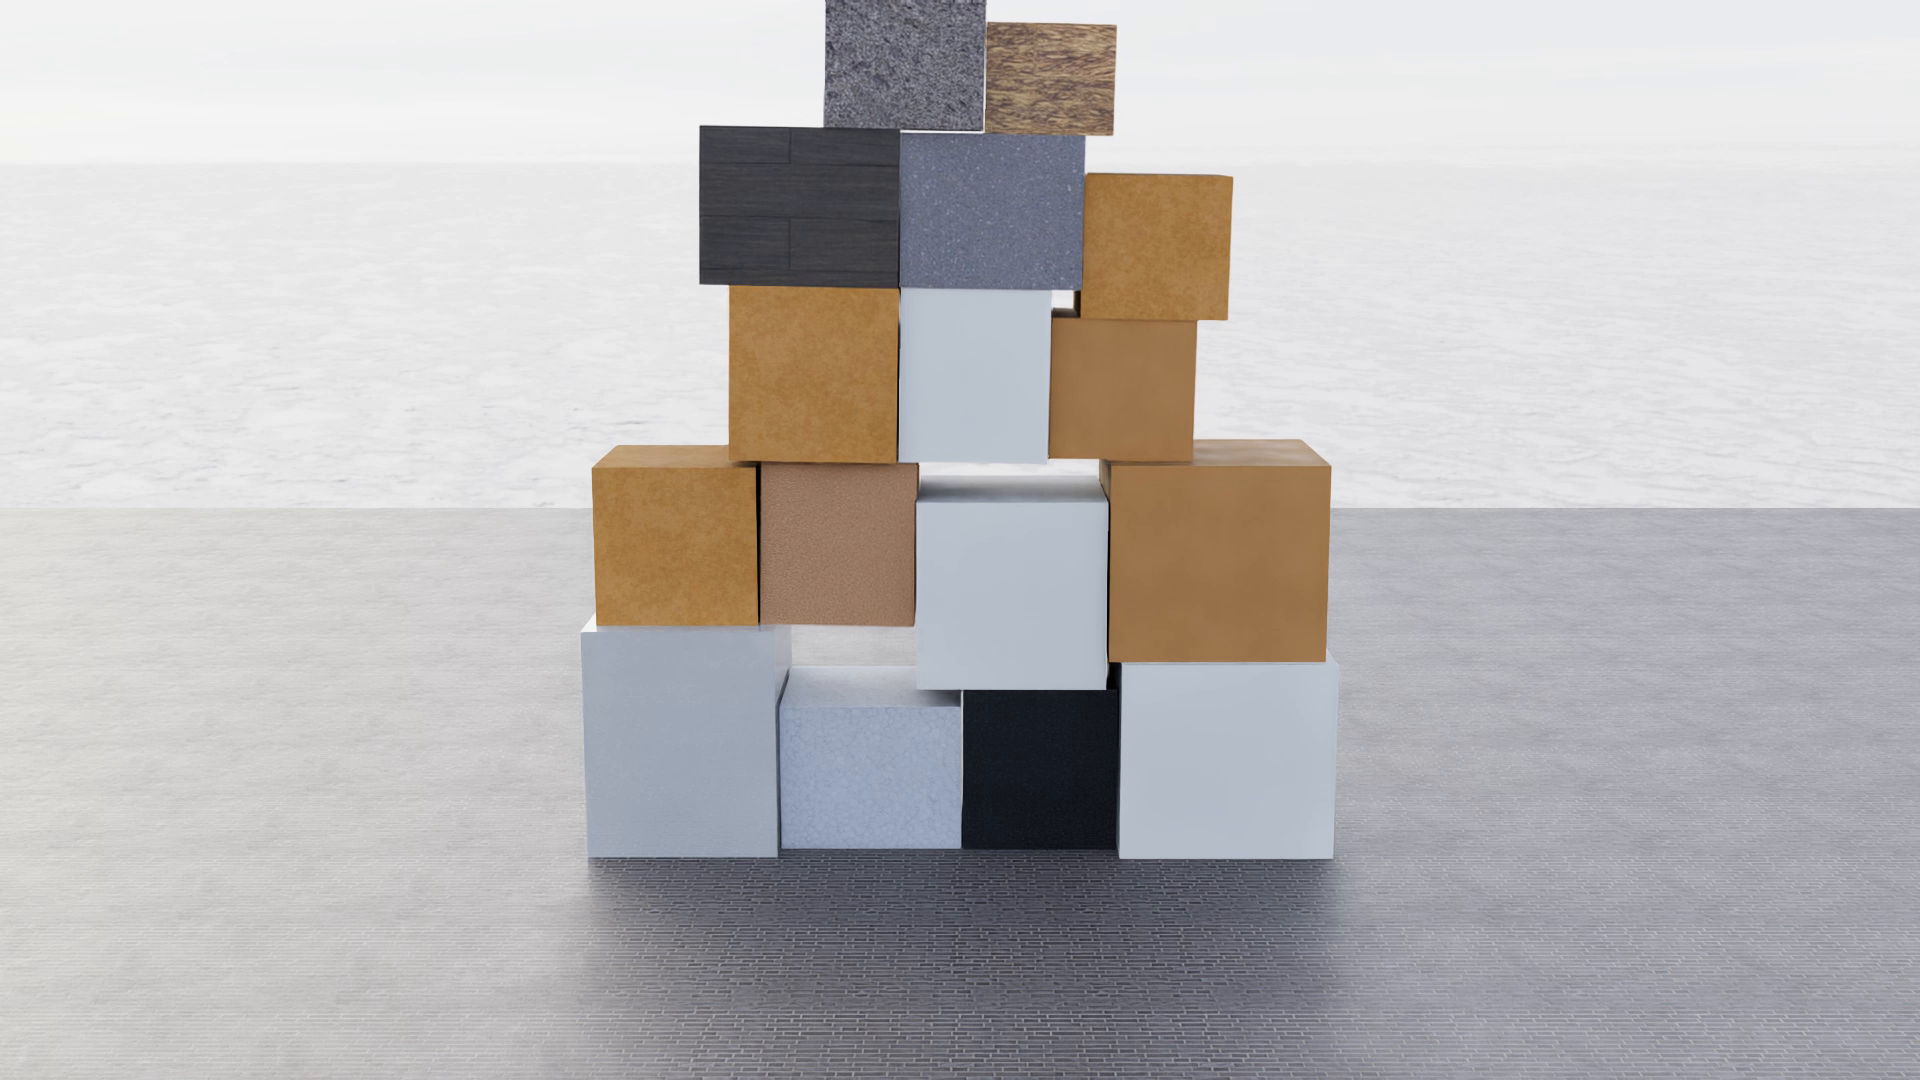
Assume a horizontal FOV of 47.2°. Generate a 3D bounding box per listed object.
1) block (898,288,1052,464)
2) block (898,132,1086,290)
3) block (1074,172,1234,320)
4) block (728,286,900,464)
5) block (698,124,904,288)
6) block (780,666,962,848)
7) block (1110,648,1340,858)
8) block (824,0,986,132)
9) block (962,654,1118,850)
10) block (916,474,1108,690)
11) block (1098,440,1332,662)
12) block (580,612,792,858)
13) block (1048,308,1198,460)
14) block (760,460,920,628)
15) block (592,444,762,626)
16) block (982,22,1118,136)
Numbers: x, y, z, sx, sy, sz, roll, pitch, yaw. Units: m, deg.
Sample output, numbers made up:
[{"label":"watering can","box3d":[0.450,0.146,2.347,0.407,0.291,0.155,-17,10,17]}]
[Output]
[{"label":"block","box3d":[0.069,-0.858,11.006,0.730,0.847,0.779,1,10,0]},{"label":"block","box3d":[0.150,-1.638,10.890,0.880,0.732,0.851,1,10,0]},{"label":"block","box3d":[0.945,-1.469,10.931,0.715,0.688,0.713,1,10,0]},{"label":"block","box3d":[-0.707,-0.875,11.026,0.813,0.842,0.916,1,10,0]},{"label":"block","box3d":[-0.765,-1.662,10.895,0.949,0.751,0.915,1,10,0]},{"label":"block","box3d":[-0.445,1.112,11.402,0.902,0.732,0.862,0,10,0]},{"label":"block","box3d":[1.319,0.994,11.351,1.057,0.983,1.122,0,10,0]},{"label":"block","box3d":[-0.256,-2.476,10.712,0.753,0.937,0.894,1,10,0]},{"label":"block","box3d":[0.398,1.071,11.364,0.765,0.827,0.838,0,10,0]},{"label":"block","box3d":[0.254,0.199,11.233,0.936,0.935,0.908,0,10,0]},{"label":"block","box3d":[1.262,0.034,11.169,1.062,0.971,0.970,0,10,0]},{"label":"block","box3d":[-1.377,0.912,11.346,0.941,1.146,1.100,0,10,0]},{"label":"block","box3d":[0.790,-0.792,11.043,0.715,0.689,0.674,1,10,0]},{"label":"block","box3d":[-0.598,-0.050,11.162,0.760,0.825,0.749,1,10,0]},{"label":"block","box3d":[-1.394,-0.037,11.167,0.798,0.787,0.812,0,10,0]},{"label":"block","box3d":[0.428,-2.246,10.754,0.624,0.522,0.593,1,10,0]}]
